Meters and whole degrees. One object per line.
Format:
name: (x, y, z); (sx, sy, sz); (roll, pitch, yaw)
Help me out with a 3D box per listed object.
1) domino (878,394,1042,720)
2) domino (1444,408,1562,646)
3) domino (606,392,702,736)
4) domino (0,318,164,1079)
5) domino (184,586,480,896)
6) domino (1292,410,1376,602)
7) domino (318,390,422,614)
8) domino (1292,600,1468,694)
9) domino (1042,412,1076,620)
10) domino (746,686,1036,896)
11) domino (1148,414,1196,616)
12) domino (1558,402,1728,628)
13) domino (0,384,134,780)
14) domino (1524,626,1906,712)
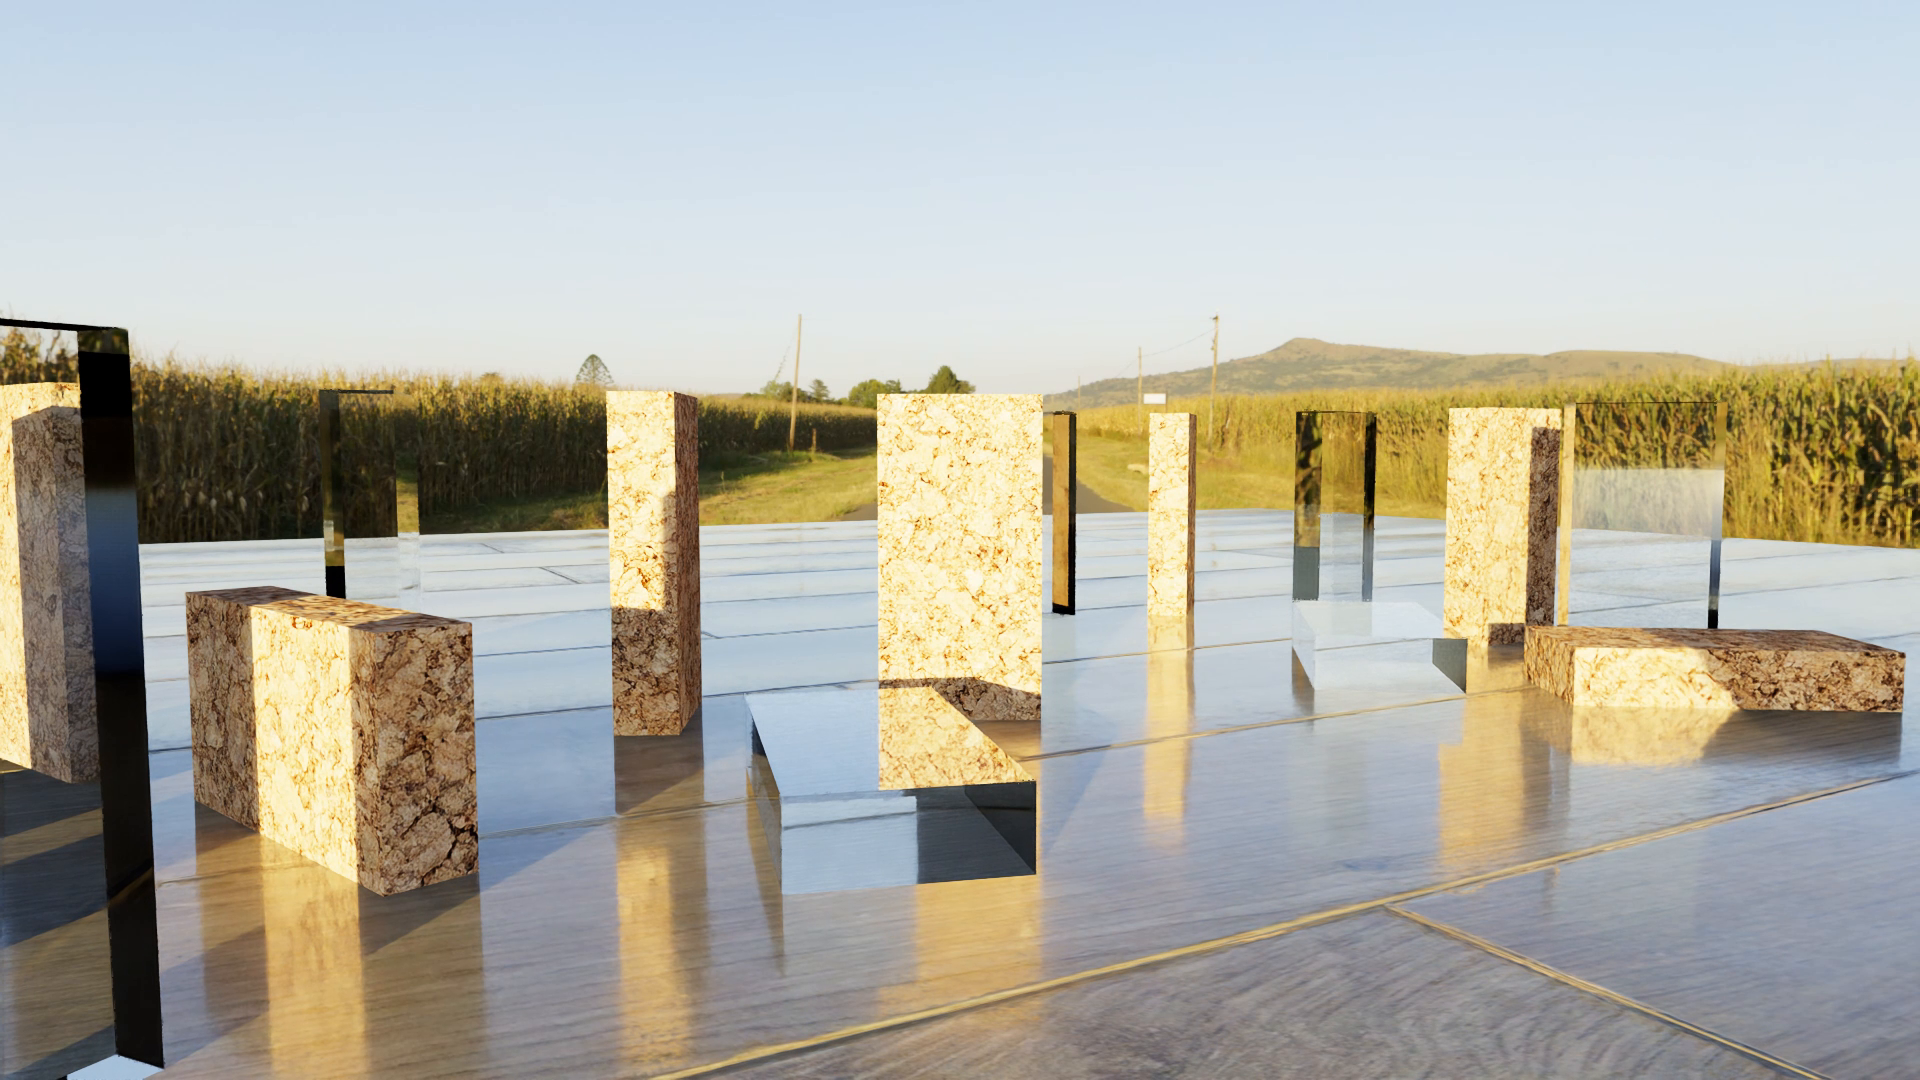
domino: (0.000, 0.002, 0.201); (0.025, 0.050, 0.010); (0, 4, 0)
domino: (0.117, -0.003, 0.278); (0.025, 0.050, 0.009); (-3, 5, -32)
domino: (-0.047, 0.003, 0.198); (0.009, 0.050, 0.025); (0, 4, -4)
domino: (-0.064, 0.012, 0.076); (0.009, 0.050, 0.025); (2, 5, 24)
domino: (-0.070, 0.020, 0.140); (0.050, 0.025, 0.009); (4, 6, 41)
domino: (0.090, -0.006, 0.309); (0.009, 0.050, 0.025); (4, 6, 39)
domino: (-0.087, 0.003, 0.192); (0.009, 0.050, 0.025); (-1, 4, -17)
domino: (0.078, 0.019, 0.245); (0.025, 0.010, 0.050); (1, 4, 10)
domino: (0.016, -0.007, 0.321); (0.025, 0.050, 0.010); (4, 6, 41)
domino: (-0.010, 0.027, 0.148); (0.025, 0.010, 0.050); (-1, 4, -13)
domino: (0.055, -0.007, 0.329); (0.009, 0.050, 0.025); (1, 4, 15)
domino: (0.126, 0.000, 0.239); (0.025, 0.050, 0.010); (1, 4, 14)
domino: (-0.123, 0.005, 0.172); (0.025, 0.050, 0.010); (3, 5, 35)
domino: (0.126, 0.021, 0.218); (0.050, 0.010, 0.025); (0, 4, 6)
